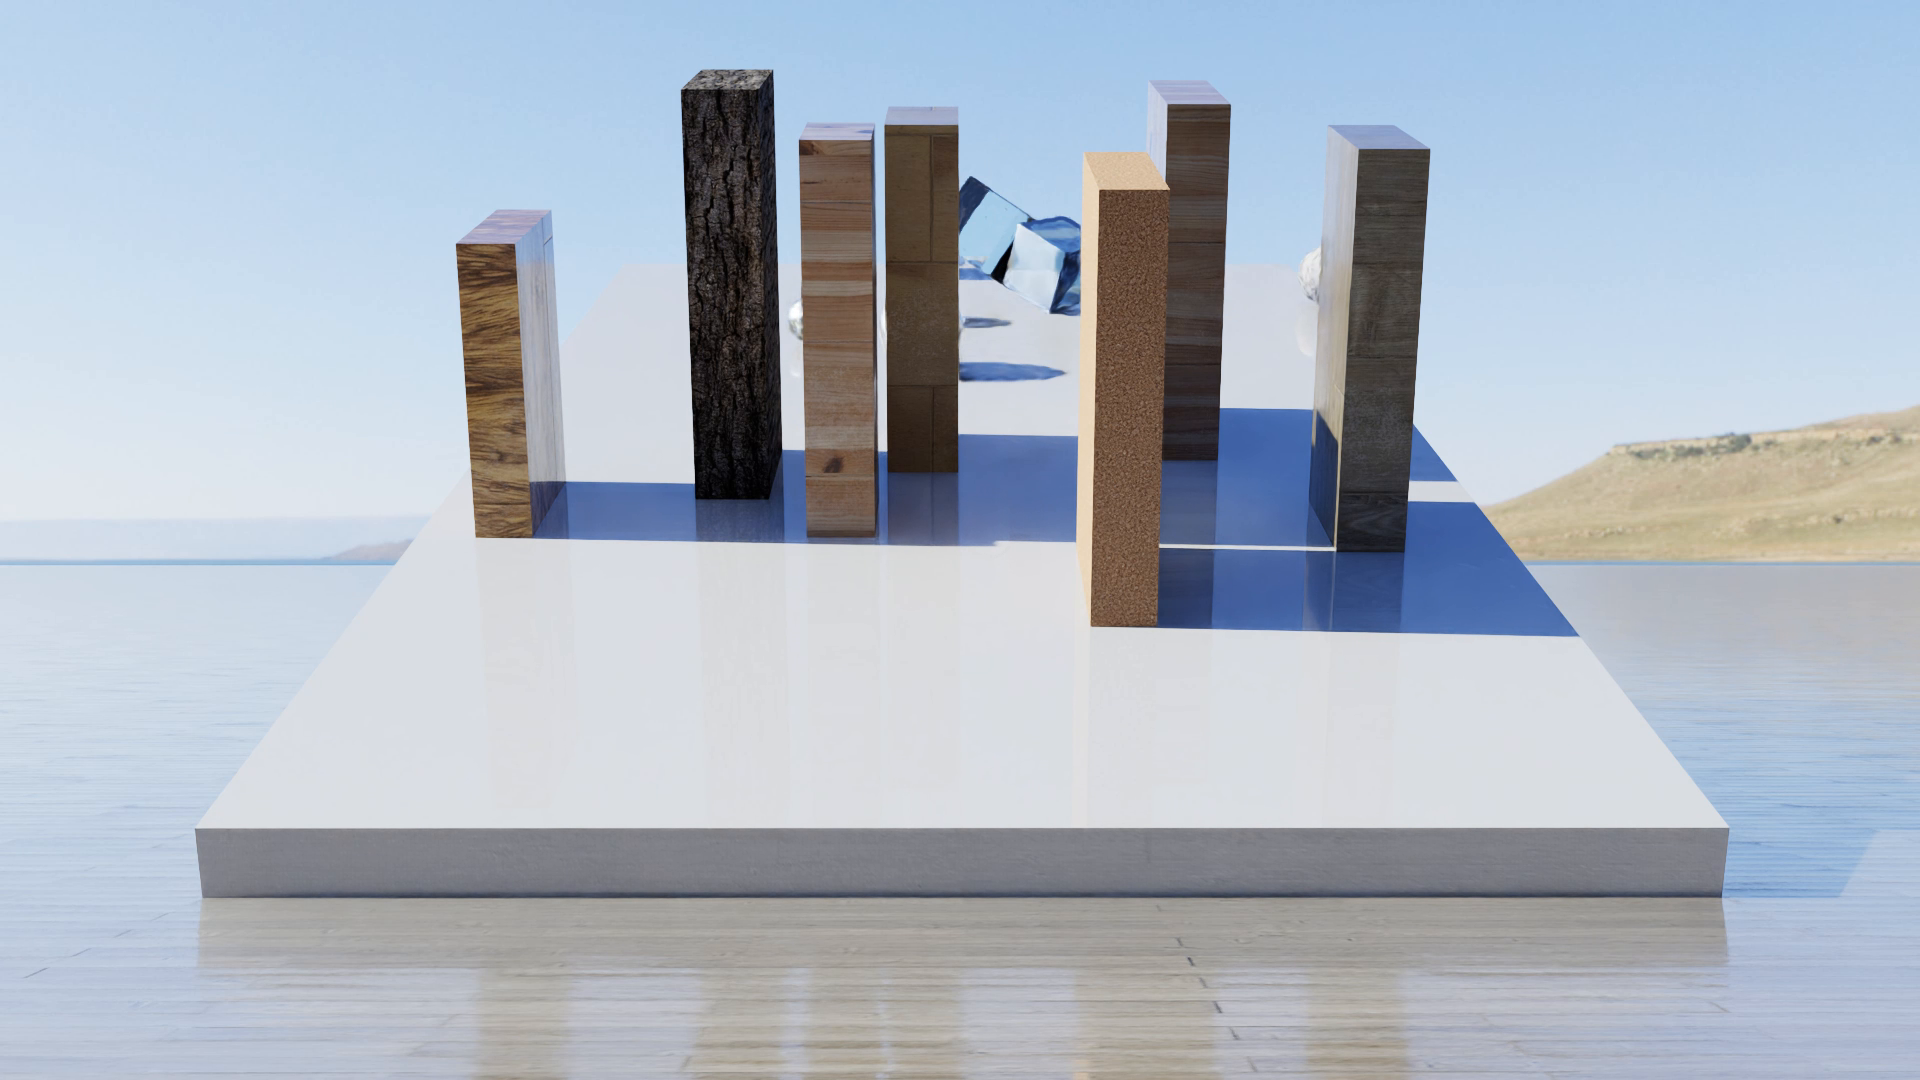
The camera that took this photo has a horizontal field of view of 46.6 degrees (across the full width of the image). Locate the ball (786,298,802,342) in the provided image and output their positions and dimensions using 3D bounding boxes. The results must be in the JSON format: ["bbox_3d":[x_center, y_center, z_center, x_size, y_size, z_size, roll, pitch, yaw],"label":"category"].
[{"bbox_3d":[-0.380,-0.559,5.656,0.119,0.119,0.119,0,0,0],"label":"ball"}]

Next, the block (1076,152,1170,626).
[{"bbox_3d":[0.267,-0.263,3.739,0.109,0.714,0.427,0,18,0],"label":"block"}]

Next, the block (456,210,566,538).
[{"bbox_3d":[-0.839,-0.320,4.197,0.105,0.544,0.376,0,18,0],"label":"block"}]

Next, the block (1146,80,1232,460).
[{"bbox_3d":[0.470,-0.579,4.715,0.126,0.728,0.448,0,18,0],"label":"block"}]

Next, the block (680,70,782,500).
[{"bbox_3d":[-0.444,-0.510,4.395,0.143,0.786,0.368,0,18,0],"label":"block"}]

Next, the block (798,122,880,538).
[{"bbox_3d":[-0.219,-0.389,4.114,0.125,0.726,0.251,0,18,0],"label":"block"}]

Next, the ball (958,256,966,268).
[{"bbox_3d":[-0.061,-0.885,6.540,0.208,0.208,0.208,0,0,0],"label":"ball"}]

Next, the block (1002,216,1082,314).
[{"bbox_3d":[0.264,-0.751,6.076,0.184,0.184,0.184,-16,43,-42],"label":"block"}]

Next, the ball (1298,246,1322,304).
[{"bbox_3d":[1.010,-0.727,6.125,0.163,0.163,0.163,0,0,0],"label":"ball"}]

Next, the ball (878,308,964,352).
[{"bbox_3d":[-0.093,-0.504,5.344,0.204,0.204,0.204,0,0,0],"label":"ball"}]

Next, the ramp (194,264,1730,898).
[{"bbox_3d":[-0.003,-0.181,4.827,2.000,0.100,4.000,0,18,0],"label":"ramp"}]

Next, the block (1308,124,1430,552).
[{"bbox_3d":[0.740,-0.372,4.071,0.123,0.723,0.329,0,18,0],"label":"block"}]

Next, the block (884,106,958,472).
[{"bbox_3d":[-0.076,-0.516,4.563,0.144,0.698,0.304,0,18,0],"label":"block"}]

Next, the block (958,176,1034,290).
[{"bbox_3d":[0.085,-0.849,6.176,0.197,0.197,0.197,38,7,28],"label":"block"}]
